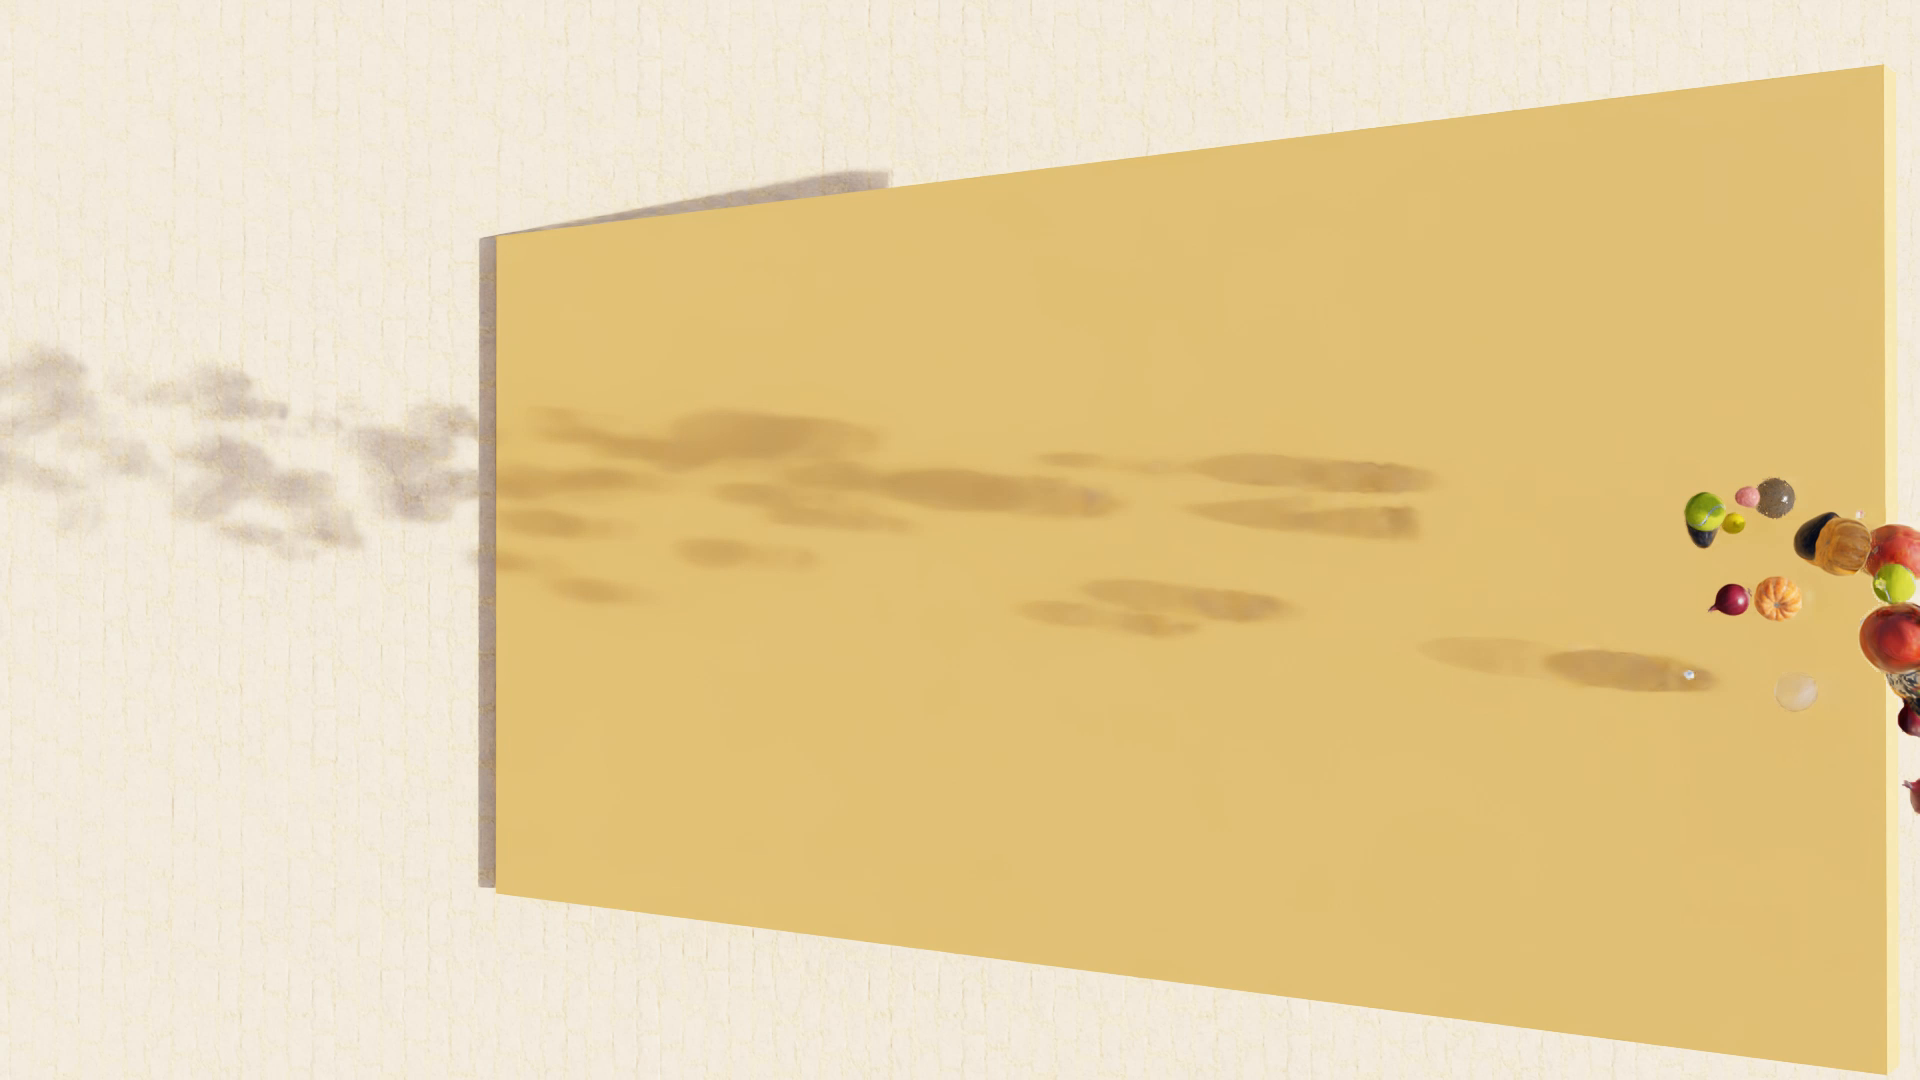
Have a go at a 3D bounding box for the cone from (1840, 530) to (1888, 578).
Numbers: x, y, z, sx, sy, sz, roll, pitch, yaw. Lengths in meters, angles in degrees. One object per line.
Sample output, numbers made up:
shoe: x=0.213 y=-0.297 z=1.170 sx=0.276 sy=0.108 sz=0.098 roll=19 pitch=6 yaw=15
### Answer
cone: x=1.717 y=0.013 z=4.135 sx=0.085 sy=0.085 sz=0.085 roll=40 pitch=94 yaw=0

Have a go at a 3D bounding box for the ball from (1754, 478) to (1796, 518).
ball: x=1.583 y=-0.081 z=4.274 sx=0.077 sy=0.077 sz=0.077 roll=0 pitch=90 yaw=0

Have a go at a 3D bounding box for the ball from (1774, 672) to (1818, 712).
ball: x=1.662 y=0.301 z=4.370 sx=0.081 sy=0.081 sz=0.081 roll=0 pitch=90 yaw=0

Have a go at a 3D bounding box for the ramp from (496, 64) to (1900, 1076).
ramp: x=0.239 y=0.066 z=5.561 sx=4.000 sy=0.100 sz=2.000 roll=0 pitch=89 yaw=36

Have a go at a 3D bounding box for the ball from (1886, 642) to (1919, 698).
ball: x=1.545 y=0.209 z=3.556 sx=0.090 sy=0.090 sz=0.090 roll=0 pitch=90 yaw=0
